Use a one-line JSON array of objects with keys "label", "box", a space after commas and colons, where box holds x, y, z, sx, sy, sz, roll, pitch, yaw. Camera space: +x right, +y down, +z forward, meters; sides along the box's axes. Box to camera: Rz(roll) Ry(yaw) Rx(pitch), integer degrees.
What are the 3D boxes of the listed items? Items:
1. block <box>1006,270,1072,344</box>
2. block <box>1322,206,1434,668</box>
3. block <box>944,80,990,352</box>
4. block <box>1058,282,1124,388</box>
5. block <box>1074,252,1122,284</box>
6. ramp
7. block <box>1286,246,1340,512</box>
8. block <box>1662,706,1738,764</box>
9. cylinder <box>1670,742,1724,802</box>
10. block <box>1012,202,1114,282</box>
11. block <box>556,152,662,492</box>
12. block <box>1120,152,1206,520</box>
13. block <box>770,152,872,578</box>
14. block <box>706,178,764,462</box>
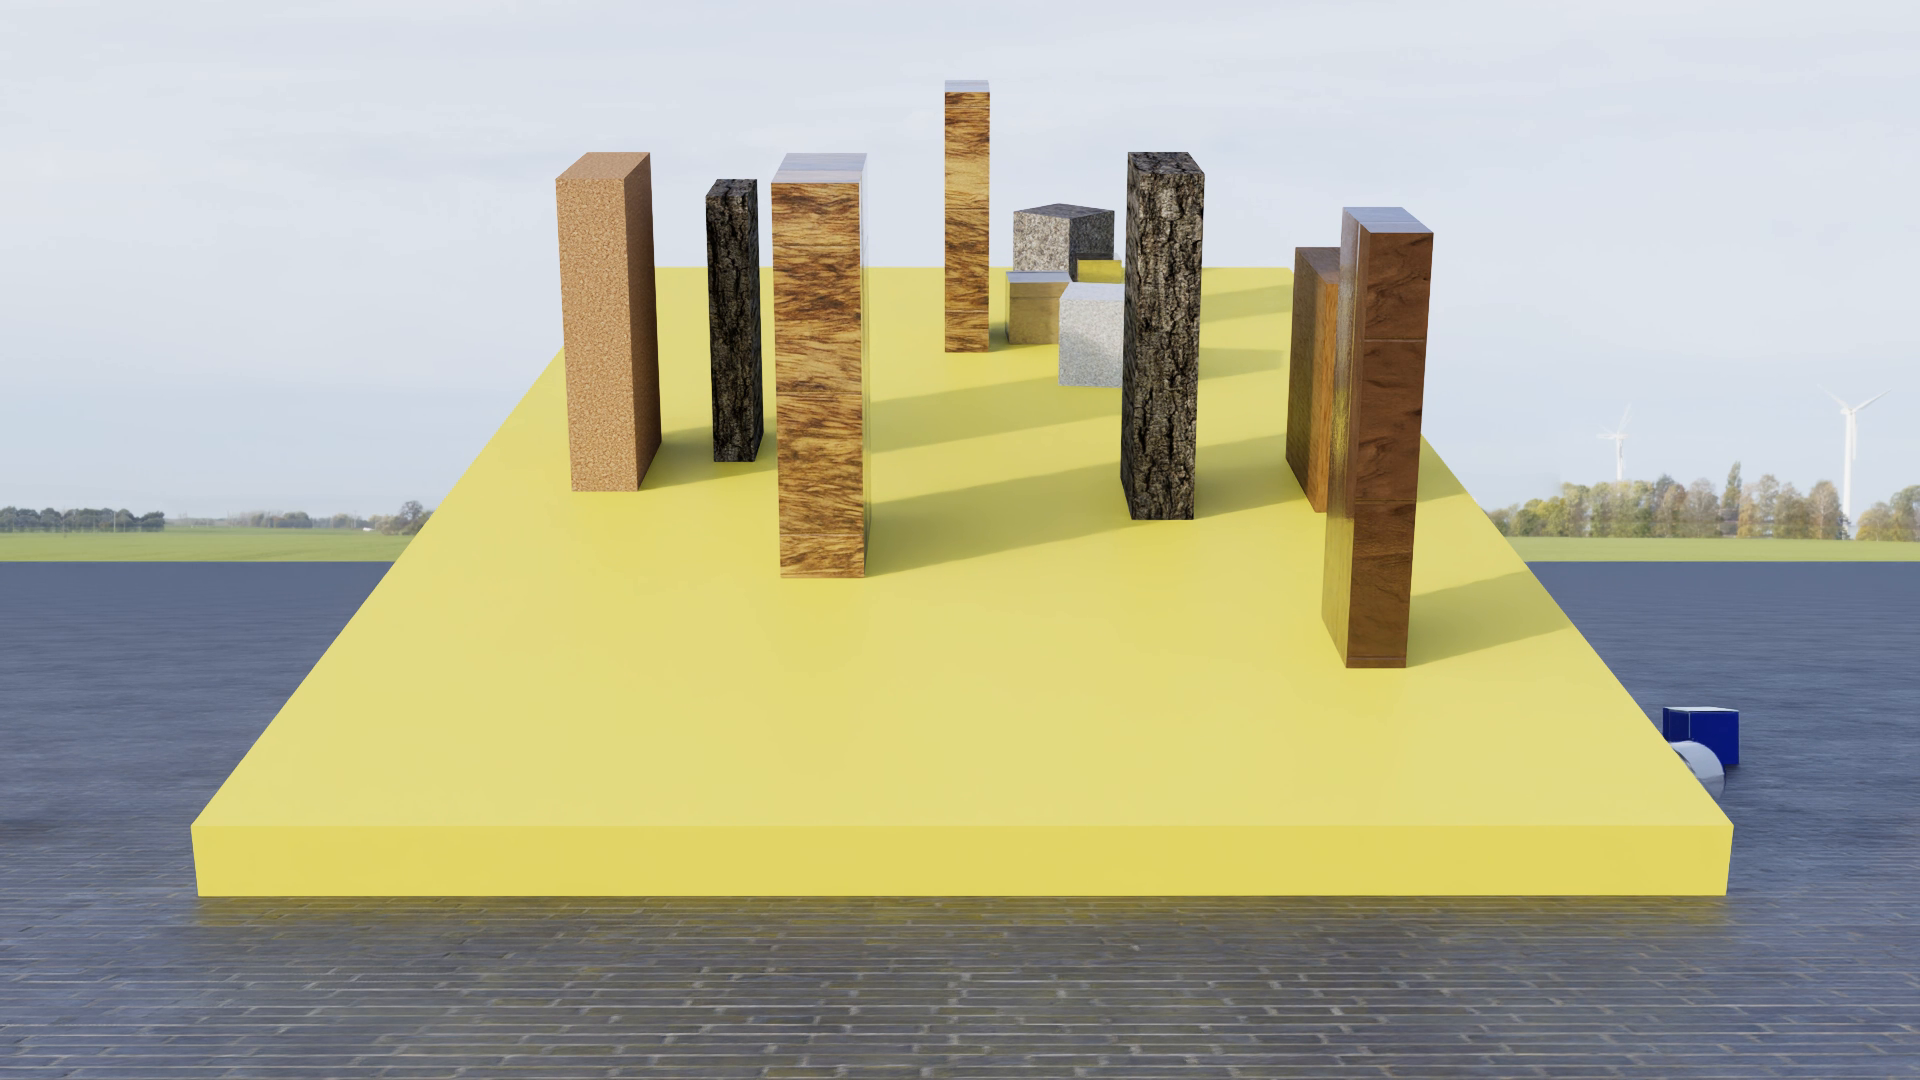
[{"label": "block", "box": [0.201, -0.598, 5.720, 0.159, 0.159, 0.159, -1, 17, -3]}, {"label": "block", "box": [0.642, -0.160, 3.454, 0.092, 0.676, 0.242, 0, 17, 0]}, {"label": "block", "box": [0.017, -0.819, 5.617, 0.110, 0.643, 0.296, 0, 17, 0]}, {"label": "block", "box": [0.350, -0.487, 5.286, 0.207, 0.207, 0.207, 3, 18, 9]}, {"label": "block", "box": [0.384, -0.733, 6.221, 0.119, 0.119, 0.119, -1, 17, -3]}, {"label": "ramp", "box": [-0.003, -0.178, 4.811, 2.000, 0.100, 4.000, 0, 17, 0]}, {"label": "block", "box": [0.727, -0.321, 4.365, 0.102, 0.441, 0.395, 0, 17, 0]}, {"label": "block", "box": [1.597, 0.421, 4.803, 0.114, 0.114, 0.114, 0, 0, -10]}, {"label": "cylinder", "box": [1.227, 0.410, 3.821, 0.123, 0.123, 0.123, 0, -1, 40]}, {"label": "block", "box": [0.300, -0.848, 6.441, 0.208, 0.208, 0.208, 15, 23, 39]}, {"label": "block", "box": [-0.698, -0.445, 4.467, 0.129, 0.612, 0.386, 0, 17, 0]}, {"label": "block", "box": [0.381, -0.393, 4.242, 0.116, 0.649, 0.304, 0, 17, 0]}, {"label": "block", "box": [-0.239, -0.315, 3.934, 0.145, 0.684, 0.371, 0, 17, 0]}, {"label": "block", "box": [-0.465, -0.458, 4.619, 0.084, 0.547, 0.241, 0, 17, 0]}]
